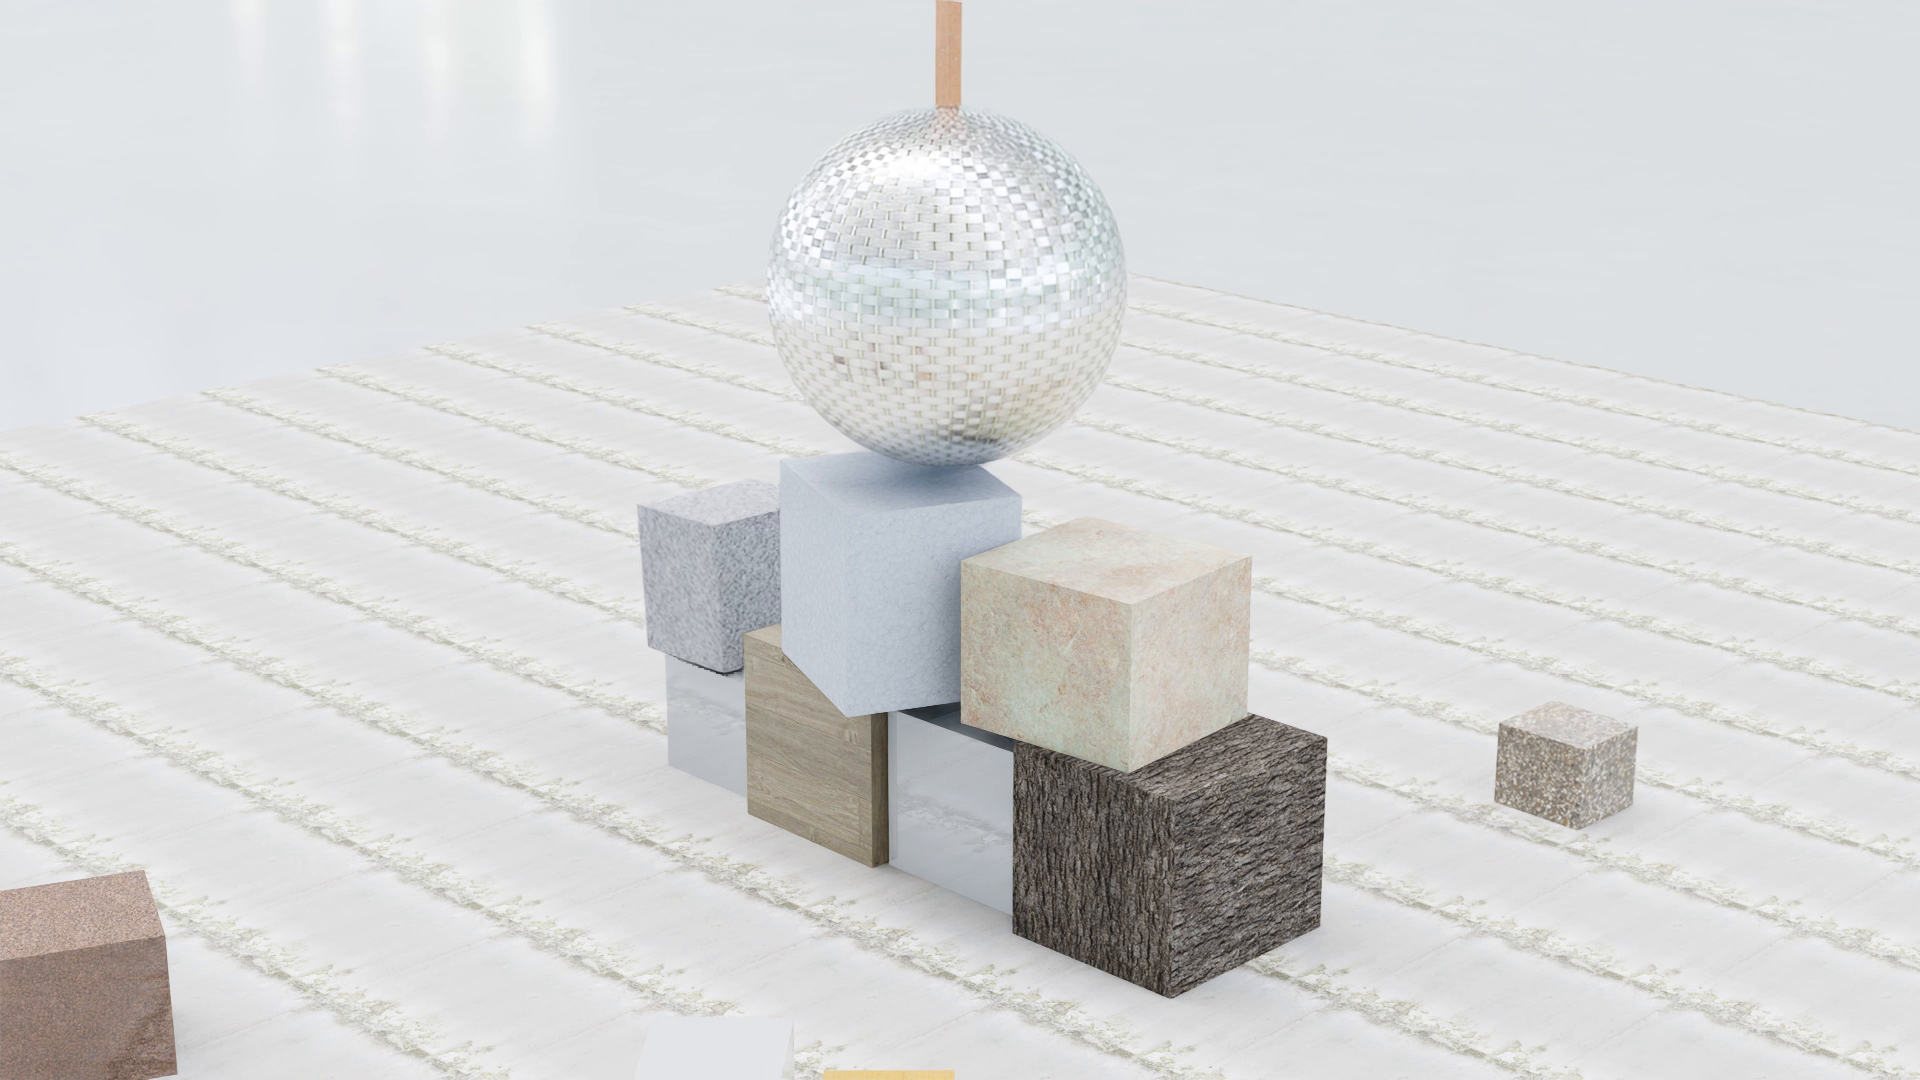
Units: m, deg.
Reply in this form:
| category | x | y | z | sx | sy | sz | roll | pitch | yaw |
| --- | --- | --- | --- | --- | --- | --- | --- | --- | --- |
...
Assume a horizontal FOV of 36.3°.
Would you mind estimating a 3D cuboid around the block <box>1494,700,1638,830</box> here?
| category | x | y | z | sx | sy | sz | roll | pitch | yaw |
| --- | --- | --- | --- | --- | --- | --- | --- | --- | --- |
| block | 2.934 | 1.085 | 14.201 | 0.451 | 0.414 | 0.492 | -16 | 23 | -41 |

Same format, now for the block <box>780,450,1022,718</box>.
| category | x | y | z | sx | sy | sz | roll | pitch | yaw |
| --- | --- | --- | --- | --- | --- | --- | --- | --- | --- |
| block | -0.278 | 0.160 | 13.230 | 0.819 | 0.928 | 0.887 | -7 | 20 | -21 |

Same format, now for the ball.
| category | x | y | z | sx | sy | sz | roll | pitch | yaw |
| --- | --- | --- | --- | --- | --- | --- | --- | --- | --- |
| ball | -0.060 | -1.119 | 12.927 | 1.600 | 1.600 | 1.600 | 0 | 17 | 0 |

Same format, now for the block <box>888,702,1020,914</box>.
| category | x | y | z | sx | sy | sz | roll | pitch | yaw |
| --- | --- | --- | --- | --- | --- | --- | --- | --- | --- |
| block | 0.276 | 1.145 | 13.408 | 0.916 | 0.775 | 0.792 | 17 | 24 | 42 |

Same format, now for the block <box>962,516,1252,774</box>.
| category | x | y | z | sx | sy | sz | roll | pitch | yaw |
| --- | --- | --- | --- | --- | --- | --- | --- | --- | --- |
| block | 0.634 | 0.433 | 12.748 | 0.915 | 0.745 | 0.868 | 14 | 22 | 38 |

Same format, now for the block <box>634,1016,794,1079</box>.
| category | x | y | z | sx | sy | sz | roll | pitch | yaw |
| --- | --- | --- | --- | --- | --- | --- | --- | --- | --- |
| block | -0.884 | 2.125 | 10.604 | 0.519 | 0.587 | 0.588 | 1 | 17 | 3 |

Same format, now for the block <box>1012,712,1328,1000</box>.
| category | x | y | z | sx | sy | sz | roll | pitch | yaw |
| --- | --- | --- | --- | --- | --- | --- | --- | --- | --- |
| block | 0.909 | 1.289 | 12.756 | 0.917 | 0.892 | 1.004 | 17 | 24 | 42 |

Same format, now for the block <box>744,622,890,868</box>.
| category | x | y | z | sx | sy | sz | roll | pitch | yaw |
| --- | --- | --- | --- | --- | --- | --- | --- | --- | --- |
| block | -0.413 | 0.893 | 13.972 | 0.833 | 0.919 | 0.896 | -16 | 23 | -41 |

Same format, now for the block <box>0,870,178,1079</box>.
| category | x | y | z | sx | sy | sz | roll | pitch | yaw |
| --- | --- | --- | --- | --- | --- | --- | --- | --- | --- |
| block | -3.534 | 1.772 | 11.701 | 0.672 | 0.603 | 0.676 | -7 | 19 | -21 |

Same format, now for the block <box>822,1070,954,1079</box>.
| category | x | y | z | sx | sy | sz | roll | pitch | yaw |
| --- | --- | --- | --- | --- | --- | --- | --- | --- | --- |
| block | -0.257 | 2.229 | 10.460 | 0.475 | 0.476 | 0.520 | 0 | 17 | 0 |

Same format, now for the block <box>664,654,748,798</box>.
| category | x | y | z | sx | sy | sz | roll | pitch | yaw |
| --- | --- | --- | --- | --- | --- | --- | --- | --- | --- |
| block | -0.981 | 0.861 | 14.617 | 0.634 | 0.592 | 0.739 | -17 | 24 | -42 |

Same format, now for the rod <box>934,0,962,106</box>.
| category | x | y | z | sx | sy | sz | roll | pitch | yaw |
| --- | --- | --- | --- | --- | --- | --- | --- | --- | --- |
| rod | -0.026 | -4.373 | 11.940 | 0.080 | 5.200 | 0.080 | 17 | 23 | 42 |

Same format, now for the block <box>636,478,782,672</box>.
| category | x | y | z | sx | sy | sz | roll | pitch | yaw |
| --- | --- | --- | --- | --- | --- | --- | --- | --- | --- |
| block | -1.100 | 0.164 | 14.579 | 0.710 | 0.738 | 0.664 | -14 | 19 | -37 |
